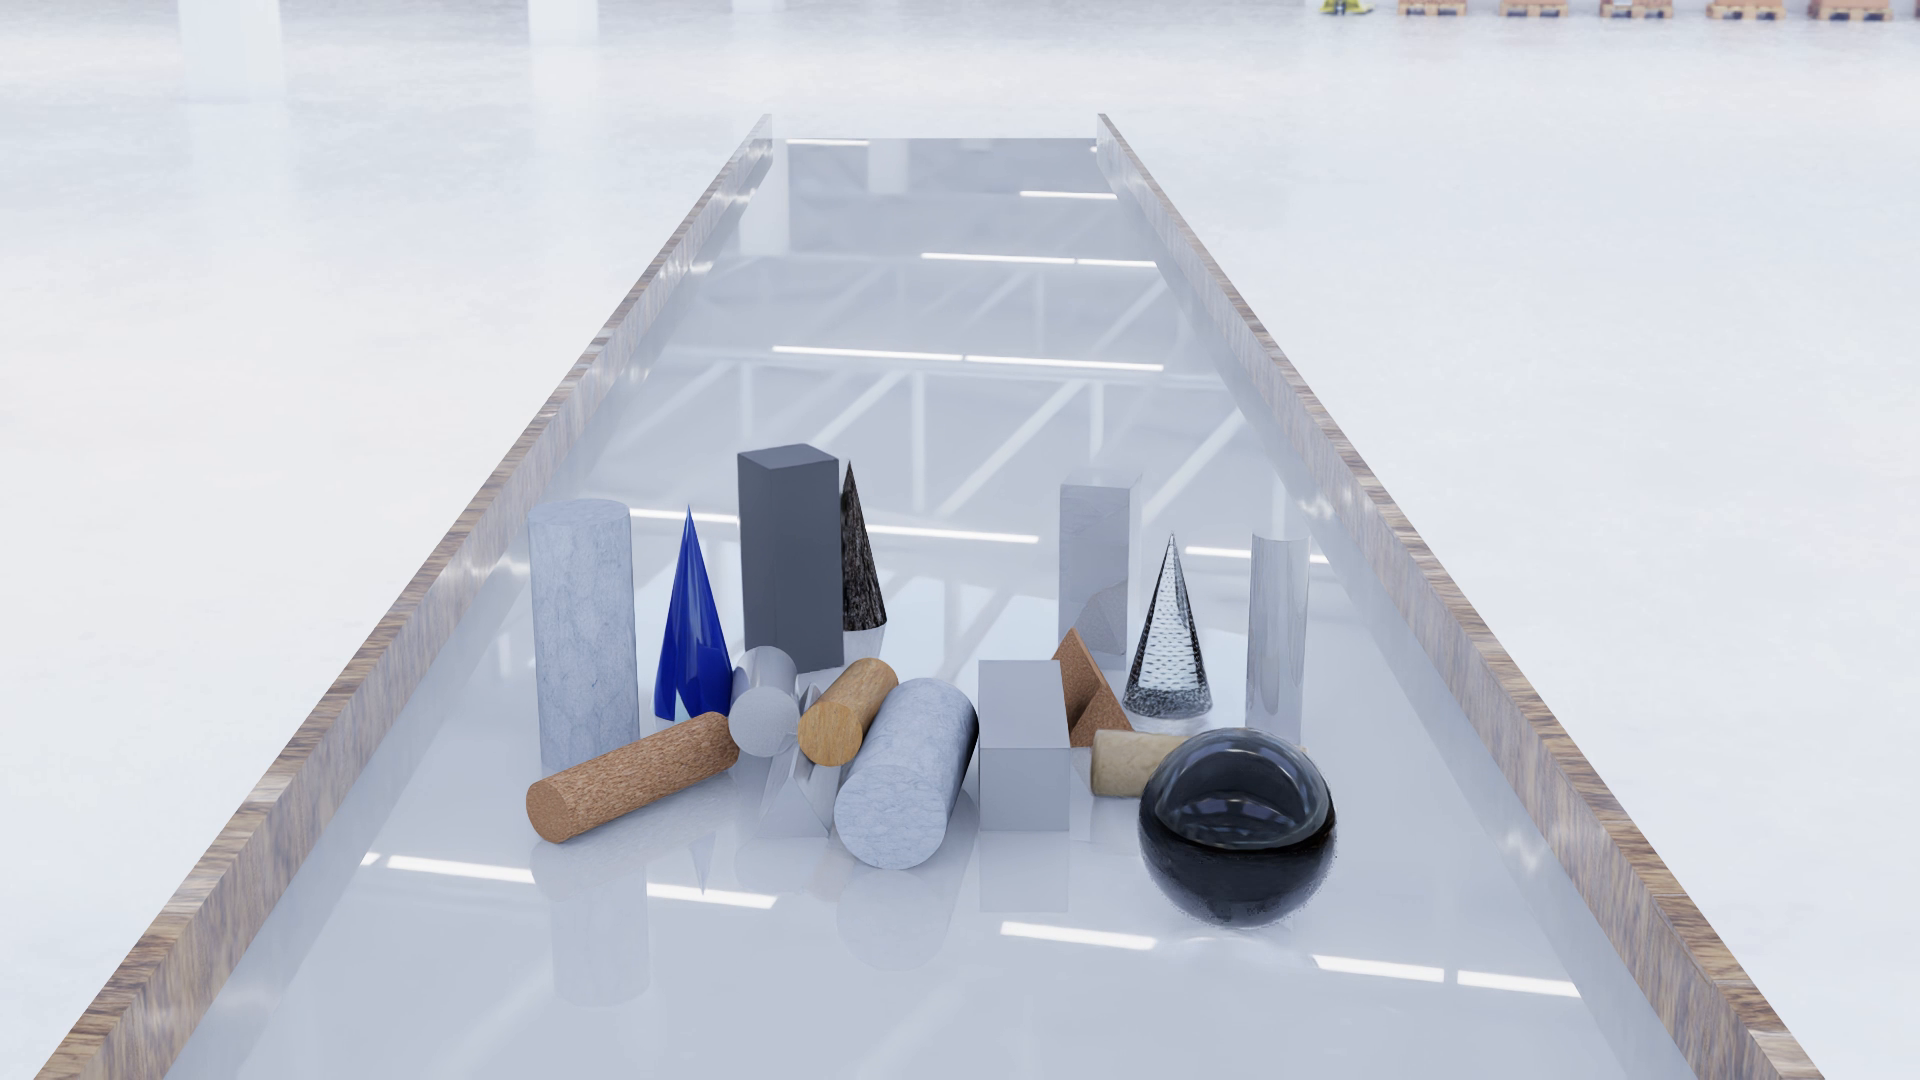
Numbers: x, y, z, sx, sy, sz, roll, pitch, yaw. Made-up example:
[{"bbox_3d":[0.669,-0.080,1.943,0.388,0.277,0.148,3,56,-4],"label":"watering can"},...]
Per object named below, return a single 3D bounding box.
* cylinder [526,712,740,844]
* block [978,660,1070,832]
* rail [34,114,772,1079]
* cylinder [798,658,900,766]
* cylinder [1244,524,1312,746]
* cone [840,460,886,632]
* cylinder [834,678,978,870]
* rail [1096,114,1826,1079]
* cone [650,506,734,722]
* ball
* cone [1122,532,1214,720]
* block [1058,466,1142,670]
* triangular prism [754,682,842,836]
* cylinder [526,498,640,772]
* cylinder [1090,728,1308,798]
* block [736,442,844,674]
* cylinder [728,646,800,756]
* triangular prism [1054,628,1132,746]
[{"bbox_3d":[-0.546,0.396,3.710,0.105,0.105,0.396,12,21,36],"label":"cylinder"},{"bbox_3d":[0.106,0.348,3.799,0.147,0.147,0.424,0,17,0],"label":"block"},{"bbox_3d":[-1.118,-0.838,7.780,0.050,0.150,12.000,0,17,-1],"label":"rail"},{"bbox_3d":[-0.193,0.300,3.897,0.111,0.111,0.438,2,7,6],"label":"cylinder"},{"bbox_3d":[0.564,0.180,3.914,0.104,0.403,0.104,0,17,0],"label":"cylinder"},{"bbox_3d":[-0.229,-0.001,4.609,0.150,0.354,0.150,0,17,0],"label":"cone"},{"bbox_3d":[-0.083,0.379,3.638,0.180,0.180,0.395,2,17,8],"label":"cylinder"},{"bbox_3d":[0.932,-0.844,7.801,0.050,0.150,12.000,0,17,-1],"label":"rail"},{"bbox_3d":[-0.501,0.123,4.111,0.173,0.400,0.173,0,17,0],"label":"cone"},{"bbox_3d":[0.412,0.427,3.270,0.297,0.297,0.297,0,17,0],"label":"ball"},{"bbox_3d":[0.395,0.145,4.136,0.174,0.344,0.174,0,17,0],"label":"cone"},{"bbox_3d":[0.279,0.056,4.382,0.139,0.374,0.139,4,17,14],"label":"block"},{"bbox_3d":[-0.271,0.370,3.789,0.121,0.104,0.442,1,17,1],"label":"triangular prism"},{"bbox_3d":[-0.660,0.168,3.867,0.176,0.453,0.176,0,17,0],"label":"cylinder"},{"bbox_3d":[0.405,0.390,3.719,0.355,0.113,0.113,4,17,13],"label":"cylinder"},{"bbox_3d":[-0.334,0.039,4.345,0.148,0.425,0.148,-10,19,-29],"label":"block"},{"bbox_3d":[-0.349,0.284,3.936,0.122,0.122,0.418,-1,7,-5],"label":"cylinder"},{"bbox_3d":[0.237,0.268,4.107,0.135,0.117,0.316,-2,17,-7],"label":"triangular prism"}]
